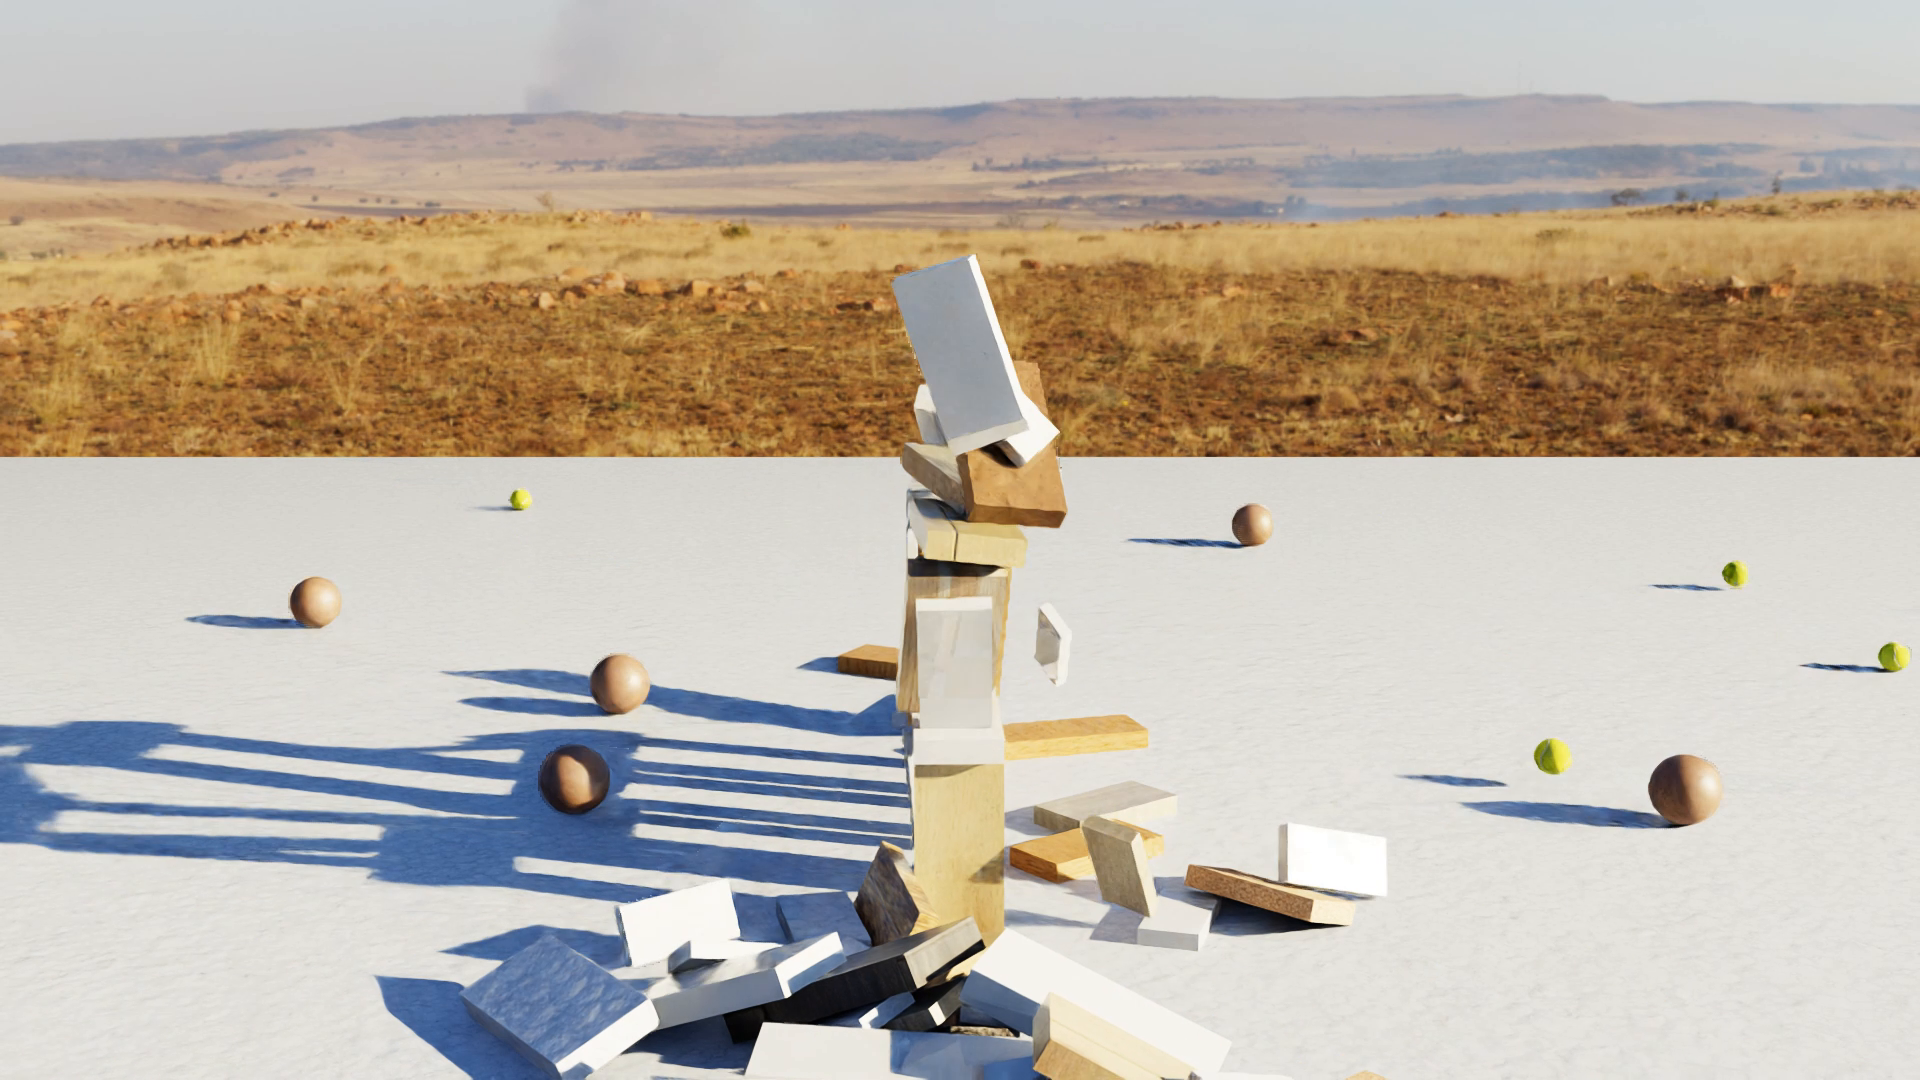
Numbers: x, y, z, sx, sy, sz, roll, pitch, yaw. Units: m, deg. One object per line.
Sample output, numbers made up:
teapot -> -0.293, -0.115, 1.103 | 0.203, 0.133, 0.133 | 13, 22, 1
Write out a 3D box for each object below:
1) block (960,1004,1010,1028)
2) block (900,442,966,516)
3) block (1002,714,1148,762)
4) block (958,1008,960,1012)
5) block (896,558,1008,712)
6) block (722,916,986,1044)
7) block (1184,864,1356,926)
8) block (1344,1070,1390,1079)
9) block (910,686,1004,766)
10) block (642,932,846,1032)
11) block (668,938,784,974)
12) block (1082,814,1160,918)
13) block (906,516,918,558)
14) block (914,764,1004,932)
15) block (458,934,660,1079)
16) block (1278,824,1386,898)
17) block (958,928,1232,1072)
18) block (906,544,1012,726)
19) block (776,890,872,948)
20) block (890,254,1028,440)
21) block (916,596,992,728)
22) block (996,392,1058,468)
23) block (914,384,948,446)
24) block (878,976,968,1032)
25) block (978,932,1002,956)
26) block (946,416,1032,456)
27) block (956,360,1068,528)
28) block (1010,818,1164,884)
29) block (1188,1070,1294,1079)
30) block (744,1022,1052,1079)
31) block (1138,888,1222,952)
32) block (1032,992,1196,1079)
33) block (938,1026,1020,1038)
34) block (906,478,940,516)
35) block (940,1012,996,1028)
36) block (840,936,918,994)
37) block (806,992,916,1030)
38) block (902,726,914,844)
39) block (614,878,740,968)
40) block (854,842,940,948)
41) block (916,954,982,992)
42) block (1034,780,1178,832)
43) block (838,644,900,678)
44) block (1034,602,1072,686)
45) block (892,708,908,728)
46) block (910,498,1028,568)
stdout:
block -> 0.050, 0.624, 2.991 | 0.077, 0.022, 0.154 | 7, 8, 8
block -> 0.026, -0.097, 3.601 | 0.152, 0.043, 0.304 | 3, 15, -22
block -> 0.209, 0.408, 4.544 | 0.336, 0.038, 0.135 | -3, 11, -17
block -> 0.021, 0.654, 3.137 | 0.077, 0.022, 0.154 | 3, -6, -12
block -> -0.016, 0.151, 3.451 | 0.151, 0.301, 0.043 | 0, 43, -7
block -> -0.148, 0.609, 3.041 | 0.341, 0.048, 0.171 | -24, -4, 34
block -> 0.501, 0.574, 3.562 | 0.247, 0.035, 0.124 | 10, -3, 43
block -> 0.569, 0.737, 2.794 | 0.109, 0.031, 0.218 | -9, 14, -42
block -> -0.007, 0.296, 3.547 | 0.141, 0.040, 0.283 | -1, 14, -2
block -> -0.325, 0.622, 3.066 | 0.307, 0.043, 0.153 | -20, -1, 31
block -> -0.320, 0.615, 3.218 | 0.194, 0.028, 0.097 | 9, -28, -26
block -> 0.253, 0.512, 3.452 | 0.091, 0.182, 0.026 | 16, 50, 33
block -> -0.014, 0.126, 3.842 | 0.157, 0.342, 0.044 | 0, 1, 1
block -> -0.001, 0.481, 3.472 | 0.141, 0.283, 0.040 | 0, 2, 0
block -> -0.561, 0.652, 3.065 | 0.153, 0.043, 0.307 | -32, 26, -28
block -> 0.612, 0.527, 3.610 | 0.194, 0.097, 0.028 | 11, -21, -24
block -> 0.182, 0.639, 2.921 | 0.341, 0.048, 0.171 | 25, 15, 12
block -> -0.002, 0.155, 3.642 | 0.151, 0.371, 0.043 | 2, 36, -4
block -> -0.217, 0.611, 3.469 | 0.114, 0.032, 0.229 | -2, 11, -13
block -> 0.001, -0.289, 3.313 | 0.128, 0.256, 0.036 | -14, 15, 20
block -> -0.008, 0.192, 3.408 | 0.114, 0.229, 0.032 | -1, 34, -1
block -> 0.063, -0.207, 3.448 | 0.091, 0.182, 0.026 | -43, 0, -37
block -> 0.010, -0.189, 3.832 | 0.152, 0.043, 0.304 | 13, -13, 7
block -> -0.081, 0.647, 2.984 | 0.215, 0.026, 0.090 | -27, 3, 41
block -> 0.030, 0.618, 3.328 | 0.092, 0.026, 0.184 | -1, -3, -4
block -> 0.008, -0.271, 3.386 | 0.128, 0.256, 0.036 | -18, 4, 9
block -> 0.069, -0.159, 3.488 | 0.152, 0.043, 0.304 | 4, 53, -19
block -> 0.222, 0.541, 3.835 | 0.248, 0.035, 0.124 | -8, 13, -38
block -> 0.381, 0.702, 2.719 | 0.218, 0.031, 0.109 | 18, 9, -46
block -> -0.047, 0.670, 2.746 | 0.424, 0.048, 0.171 | 3, 9, 2
block -> 0.352, 0.605, 3.513 | 0.097, 0.028, 0.194 | 3, 11, 17
block -> 0.235, 0.674, 2.709 | 0.307, 0.043, 0.153 | 29, 10, -3
block -> 0.023, 0.670, 2.951 | 0.091, 0.026, 0.182 | 4, -14, -6
block -> -0.007, -0.091, 3.940 | 0.157, 0.044, 0.314 | 0, 11, 2
block -> 0.023, 0.664, 3.036 | 0.077, 0.022, 0.154 | 4, -12, -7
block -> -0.141, 0.641, 3.199 | 0.090, 0.026, 0.181 | -43, 31, -23
block -> -0.148, 0.652, 3.001 | 0.090, 0.026, 0.181 | -29, 2, -39
block -> -0.011, 0.442, 3.655 | 0.141, 0.283, 0.040 | -7, 9, -10
block -> -0.431, 0.583, 3.354 | 0.182, 0.091, 0.026 | -11, -6, -32
block -> -0.102, 0.577, 3.416 | 0.032, 0.114, 0.342 | 23, 5, -15
block -> -0.025, 0.618, 3.165 | 0.026, 0.092, 0.184 | 36, -10, -9
block -> 0.270, 0.498, 4.068 | 0.247, 0.035, 0.124 | -9, 14, -39
block -> -0.137, 0.291, 5.172 | 0.270, 0.038, 0.135 | 5, 12, 27
block -> 0.193, 0.219, 4.577 | 0.025, 0.176, 0.088 | -23, 55, -19
block -> -0.036, 0.362, 4.791 | 0.135, 0.038, 0.270 | 4, 11, 20
block -> 0.009, -0.014, 3.435 | 0.151, 0.043, 0.302 | 6, 10, -7
